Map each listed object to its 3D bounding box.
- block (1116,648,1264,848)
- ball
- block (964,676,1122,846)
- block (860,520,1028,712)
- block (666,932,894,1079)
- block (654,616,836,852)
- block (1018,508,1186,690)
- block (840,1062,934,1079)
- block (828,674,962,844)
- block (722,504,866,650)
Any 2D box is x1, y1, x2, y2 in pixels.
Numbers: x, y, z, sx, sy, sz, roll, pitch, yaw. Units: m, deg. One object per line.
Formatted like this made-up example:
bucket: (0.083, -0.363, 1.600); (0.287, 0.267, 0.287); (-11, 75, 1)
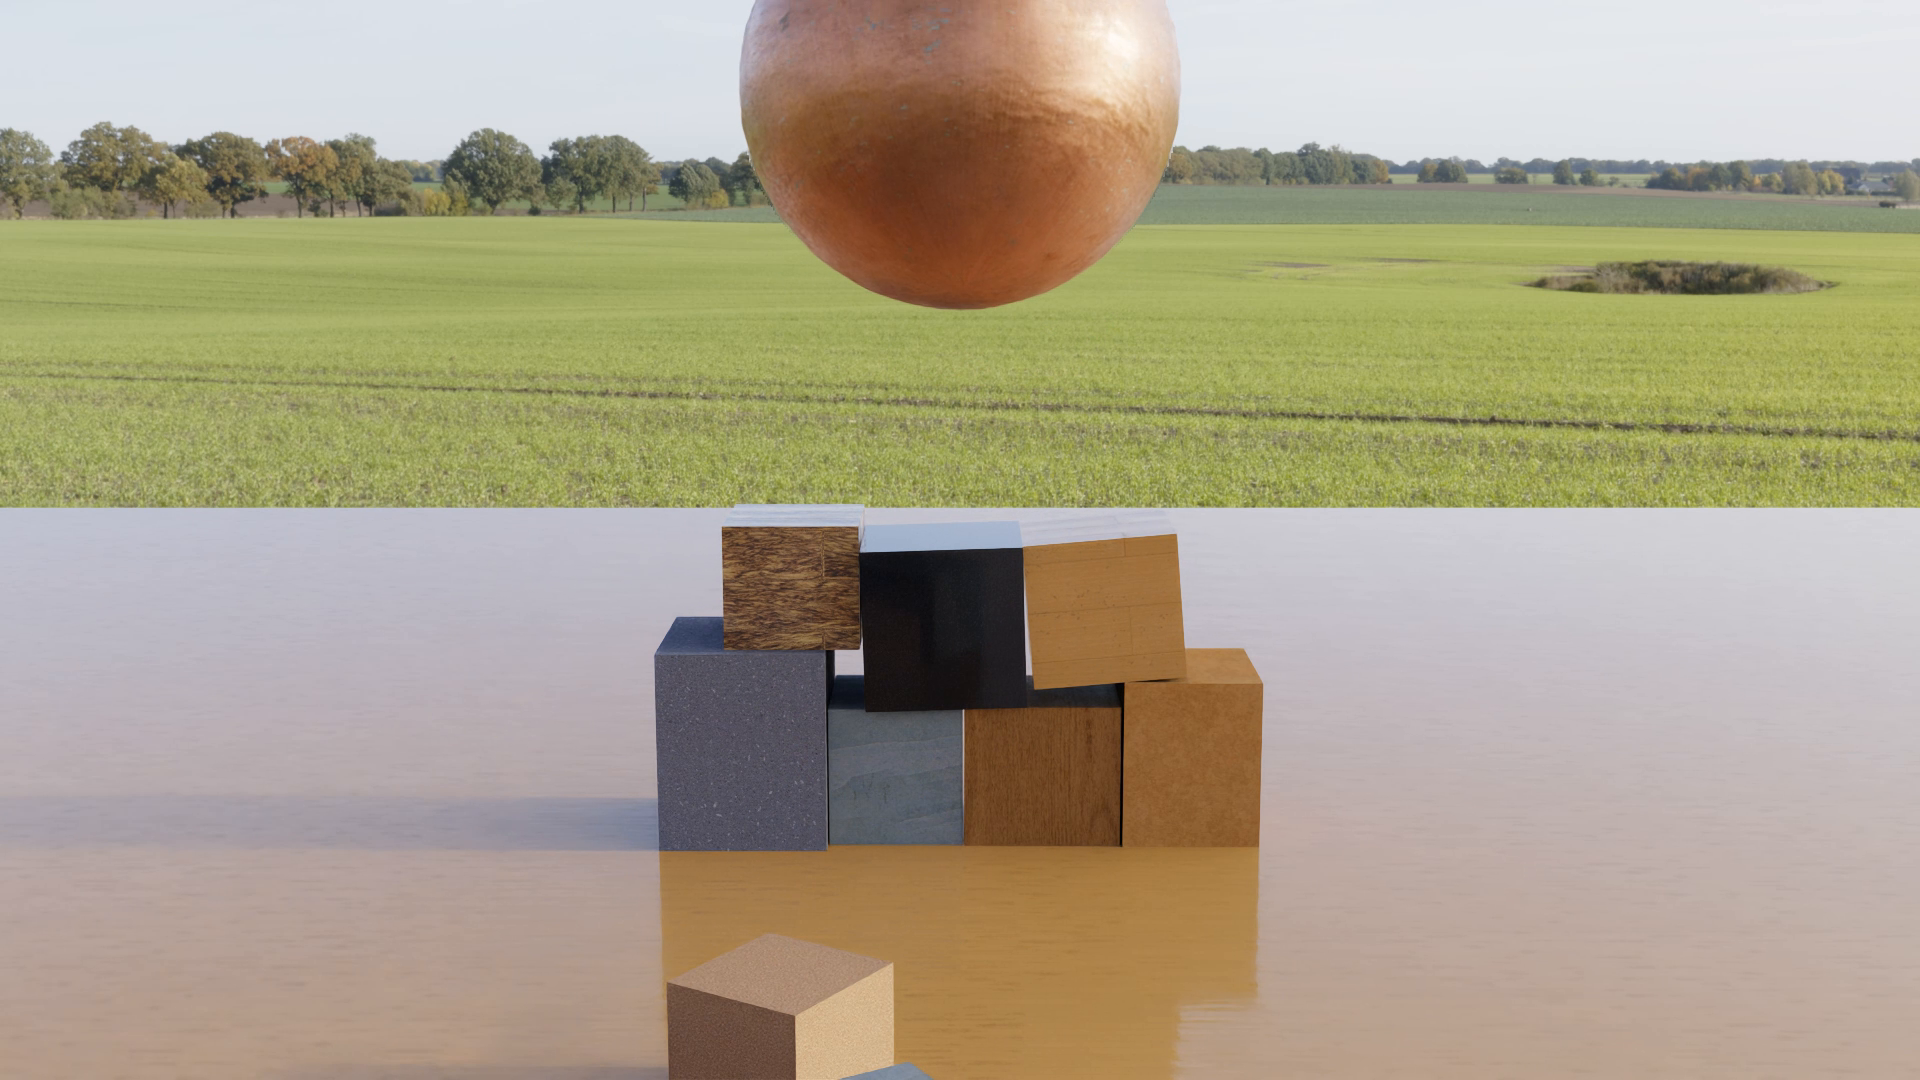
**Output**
block: (1.161, 1.060, 11.369); (0.688, 0.847, 0.773); (0, 10, 0)
ball: (0.000, -1.637, 7.960); (1.600, 1.600, 1.600); (0, 10, 0)
block: (0.413, 1.128, 11.352); (0.782, 0.719, 0.678); (0, 10, 0)
block: (-0.081, 0.378, 11.225); (0.803, 0.809, 0.775); (-2, 10, 0)
block: (-0.645, 1.828, 7.983); (0.573, 0.547, 0.593); (7, 12, 32)
block: (-1.086, 0.982, 11.348); (0.839, 1.008, 0.885); (0, 10, 0)
block: (0.718, 0.290, 11.245); (0.761, 0.728, 0.751); (-5, 10, 1)
block: (-0.305, 2.045, 6.619); (0.722, 0.608, 0.631); (-6, 12, -31)
block: (-0.322, 1.128, 11.397); (0.672, 0.704, 0.727); (0, 10, 0)
block: (-0.835, 0.179, 11.205); (0.674, 0.623, 0.676); (0, 10, 0)
